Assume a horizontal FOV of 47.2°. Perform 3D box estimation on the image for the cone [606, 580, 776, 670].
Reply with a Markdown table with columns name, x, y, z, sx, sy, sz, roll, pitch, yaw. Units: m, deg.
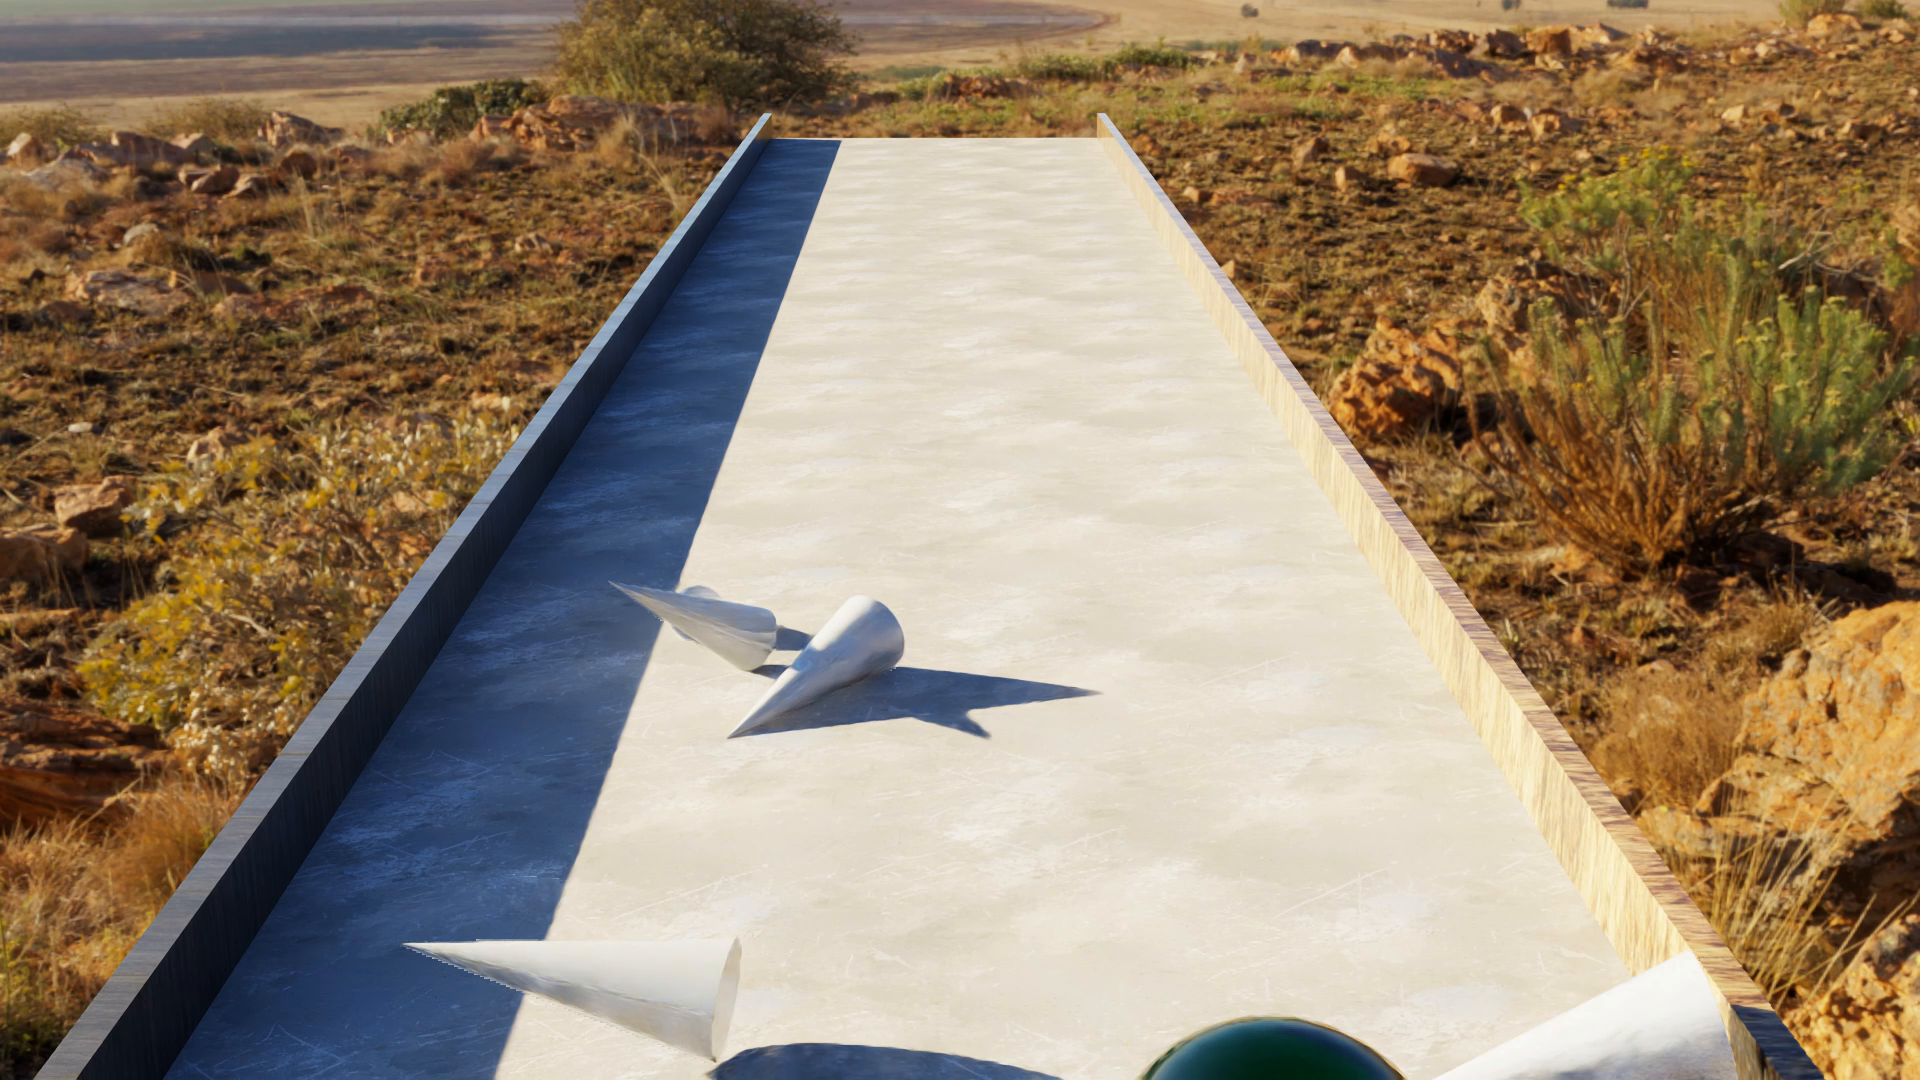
| name | x | y | z | sx | sy | sz | roll | pitch | yaw |
| --- | --- | --- | --- | --- | --- | --- | --- | --- | --- |
| cone | -0.534 | 0.136 | 4.232 | 0.133 | 0.133 | 0.384 | 18 | -6 | 45 |

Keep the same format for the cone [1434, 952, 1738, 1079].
| name | x | y | z | sx | sy | sz | roll | pitch | yaw |
| --- | --- | --- | --- | --- | --- | --- | --- | --- | --- |
| cone | 0.709 | 0.646 | 2.692 | 0.425 | 0.179 | 0.179 | -16 | 16 | 6 |

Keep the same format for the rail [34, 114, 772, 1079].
| name | x | y | z | sx | sy | sz | roll | pitch | yaw |
| --- | --- | --- | --- | --- | --- | --- | --- | --- | --- |
| rail | -1.118 | -0.838 | 7.780 | 0.050 | 0.150 | 12.000 | 0 | 17 | -1 |

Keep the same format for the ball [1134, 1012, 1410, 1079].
| name | x | y | z | sx | sy | sz | roll | pitch | yaw |
| --- | --- | --- | --- | --- | --- | --- | --- | --- | --- |
| ball | 0.302 | 0.628 | 2.108 | 0.342 | 0.342 | 0.342 | 0 | 17 | 0 |

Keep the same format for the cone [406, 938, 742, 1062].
| name | x | y | z | sx | sy | sz | roll | pitch | yaw |
| --- | --- | --- | --- | --- | --- | --- | --- | --- | --- |
| cone | -0.526 | 0.571 | 2.910 | 0.444 | 0.164 | 0.164 | 9 | 17 | 5 |

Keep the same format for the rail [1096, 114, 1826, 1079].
| name | x | y | z | sx | sy | sz | roll | pitch | yaw |
| --- | --- | --- | --- | --- | --- | --- | --- | --- | --- |
| rail | 0.932 | -0.844 | 7.801 | 0.050 | 0.150 | 12.000 | 0 | 17 | -1 |

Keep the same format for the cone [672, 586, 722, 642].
| name | x | y | z | sx | sy | sz | roll | pitch | yaw |
| --- | --- | --- | --- | --- | --- | --- | --- | --- | --- |
| cone | -0.563 | 0.138 | 4.663 | 0.117 | 0.117 | 0.300 | -3 | 6 | -9 |

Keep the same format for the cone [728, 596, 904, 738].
| name | x | y | z | sx | sy | sz | roll | pitch | yaw |
| --- | --- | --- | --- | --- | --- | --- | --- | --- | --- |
| cone | -0.301 | 0.273 | 4.172 | 0.159 | 0.159 | 0.457 | 11 | 30 | 33 |
